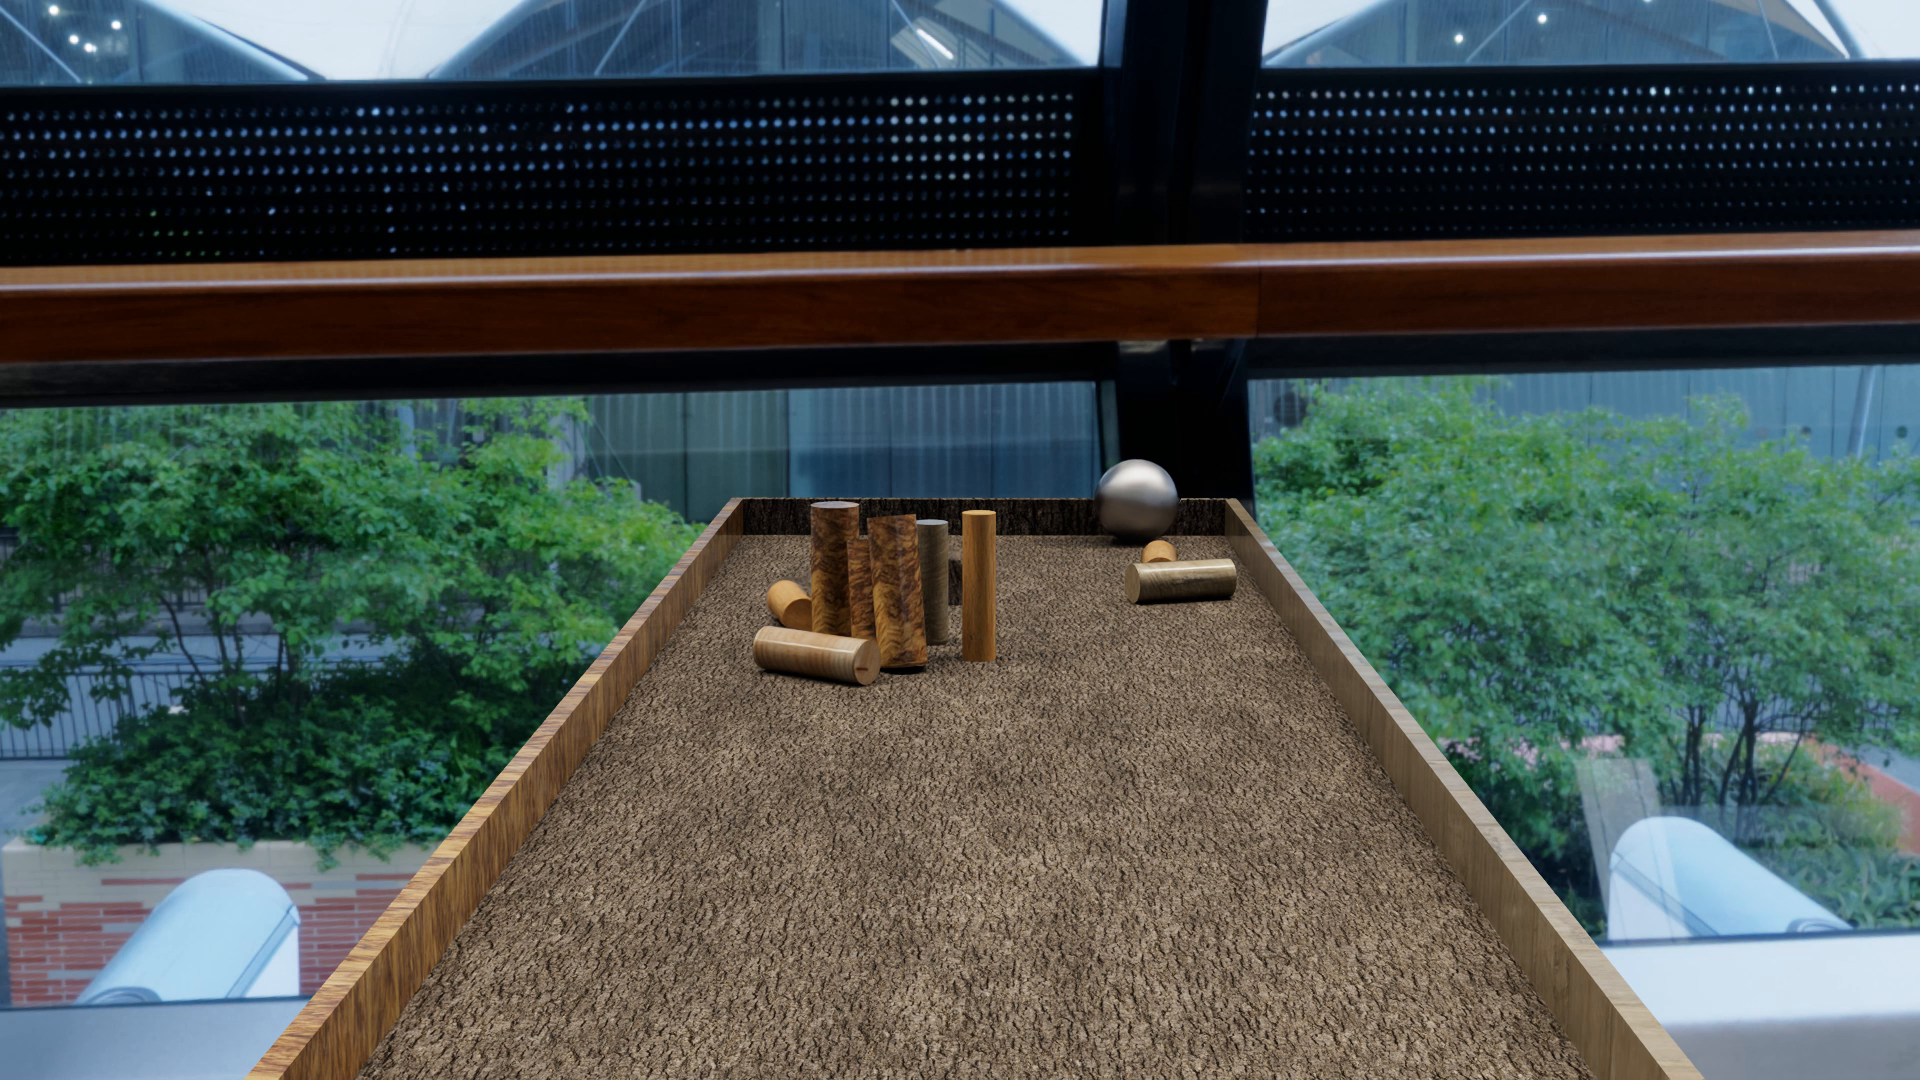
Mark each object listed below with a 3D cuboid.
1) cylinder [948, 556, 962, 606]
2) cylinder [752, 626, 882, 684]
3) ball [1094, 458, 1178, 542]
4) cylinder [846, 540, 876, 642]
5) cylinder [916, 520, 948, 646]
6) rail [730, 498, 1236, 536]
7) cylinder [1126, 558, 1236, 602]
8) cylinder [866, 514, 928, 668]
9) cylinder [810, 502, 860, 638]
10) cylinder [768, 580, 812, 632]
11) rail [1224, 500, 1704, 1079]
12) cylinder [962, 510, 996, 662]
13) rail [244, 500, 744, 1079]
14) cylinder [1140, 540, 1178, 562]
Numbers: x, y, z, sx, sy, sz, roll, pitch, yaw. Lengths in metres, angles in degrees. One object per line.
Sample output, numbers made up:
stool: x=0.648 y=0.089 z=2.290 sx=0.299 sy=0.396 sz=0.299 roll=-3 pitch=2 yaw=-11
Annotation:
cylinder: x=-0.079 y=0.123 z=7.720 sx=0.162 sy=0.162 sz=0.311 roll=-2 pitch=9 yaw=-13
cylinder: x=-0.422 y=0.337 z=6.459 sx=0.378 sy=0.130 sz=0.130 roll=6 pitch=11 yaw=34
ball: x=0.715 y=-0.160 z=8.933 sx=0.339 sy=0.339 sz=0.339 roll=0 pitch=9 yaw=0
cylinder: x=-0.260 y=0.176 z=6.692 sx=0.154 sy=0.357 sz=0.154 roll=-3 pitch=-1 yaw=0
cylinder: x=-0.093 y=0.134 z=6.935 sx=0.111 sy=0.384 sz=0.111 roll=0 pitch=9 yaw=0
rail: x=0.099 y=-0.098 z=9.147 sx=2.100 sy=0.150 sz=0.050 roll=0 pitch=9 yaw=1
cylinder: x=0.772 y=0.141 z=7.684 sx=0.364 sy=0.137 sz=0.137 roll=-3 pitch=9 yaw=-18
cylinder: x=-0.187 y=0.152 z=6.561 sx=0.148 sy=0.448 sz=0.148 roll=-5 pitch=0 yaw=0
cylinder: x=-0.393 y=0.107 z=6.927 sx=0.153 sy=0.440 sz=0.153 roll=0 pitch=9 yaw=0
cylinder: x=-0.547 y=0.222 z=7.213 sx=0.123 sy=0.123 sz=0.344 roll=-2 pitch=9 yaw=-13
rail: x=1.046 y=0.843 z=3.208 sx=0.050 sy=0.150 sz=12.000 roll=0 pitch=9 yaw=1
cylinder: x=0.058 y=0.139 z=6.692 sx=0.102 sy=0.450 sz=0.102 roll=0 pitch=9 yaw=0
rail: x=-1.004 y=0.839 z=3.234 sx=0.050 sy=0.150 sz=12.000 roll=0 pitch=9 yaw=1
cylinder: x=0.722 y=0.099 z=7.949 sx=0.137 sy=0.137 sz=0.383 roll=1 pitch=9 yaw=5
